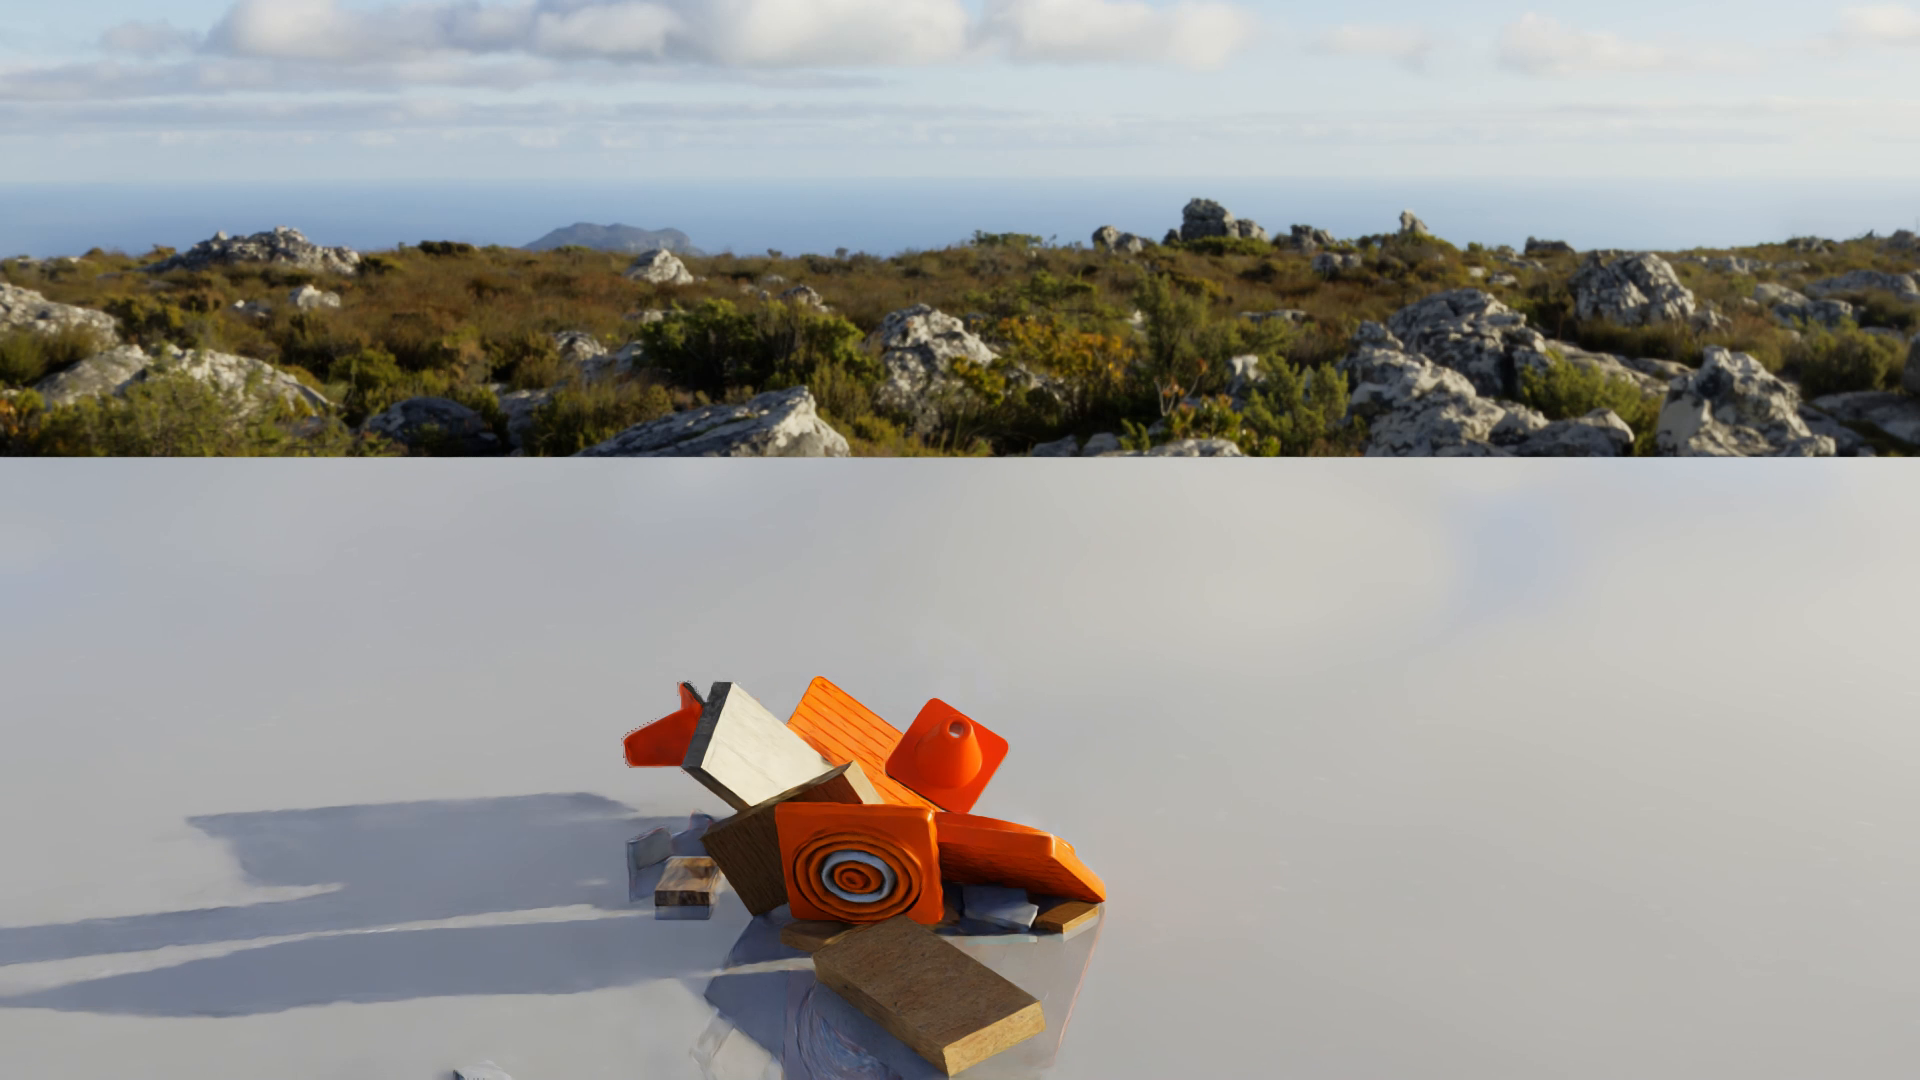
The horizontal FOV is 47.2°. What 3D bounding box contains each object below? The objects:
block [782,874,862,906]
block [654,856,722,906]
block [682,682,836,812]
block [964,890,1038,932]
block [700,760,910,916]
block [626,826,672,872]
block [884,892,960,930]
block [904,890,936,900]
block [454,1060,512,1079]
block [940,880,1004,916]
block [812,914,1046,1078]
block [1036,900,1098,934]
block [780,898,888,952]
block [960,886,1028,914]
[{"bbox_3d":[-0.260,0.578,3.662,0.179,0.025,0.090,-3,11,-16],"label":"block"},{"bbox_3d":[-0.454,0.572,3.697,0.090,0.025,0.179,0,11,2],"label":"block"},{"bbox_3d":[-0.324,0.385,3.660,0.045,0.158,0.315,-6,-37,37],"label":"block"},{"bbox_3d":[0.066,0.594,3.520,0.106,0.015,0.053,12,31,14],"label":"block"},{"bbox_3d":[-0.248,0.475,3.483,0.315,0.158,0.045,-27,12,31],"label":"block"},{"bbox_3d":[-0.539,0.536,3.814,0.015,0.052,0.103,-2,8,28],"label":"block"},{"bbox_3d":[-0.059,0.597,3.510,0.109,0.015,0.054,-5,47,-27],"label":"block"},{"bbox_3d":[-0.070,0.598,3.583,0.054,0.015,0.109,10,15,43],"label":"block"},{"bbox_3d":[-0.627,0.721,2.921,0.052,0.015,0.103,-7,13,-35],"label":"block"},{"bbox_3d":[0.026,0.586,3.591,0.109,0.015,0.054,-4,33,-23],"label":"block"},{"bbox_3d":[-0.052,0.645,3.154,0.158,0.045,0.398,-20,19,-26],"label":"block"},{"bbox_3d":[0.172,0.606,3.541,0.053,0.015,0.106,7,13,34],"label":"block"},{"bbox_3d":[-0.190,0.612,3.483,0.090,0.025,0.179,8,13,38],"label":"block"},{"bbox_3d":[0.056,0.586,3.568,0.106,0.015,0.053,5,31,-8],"label":"block"}]
